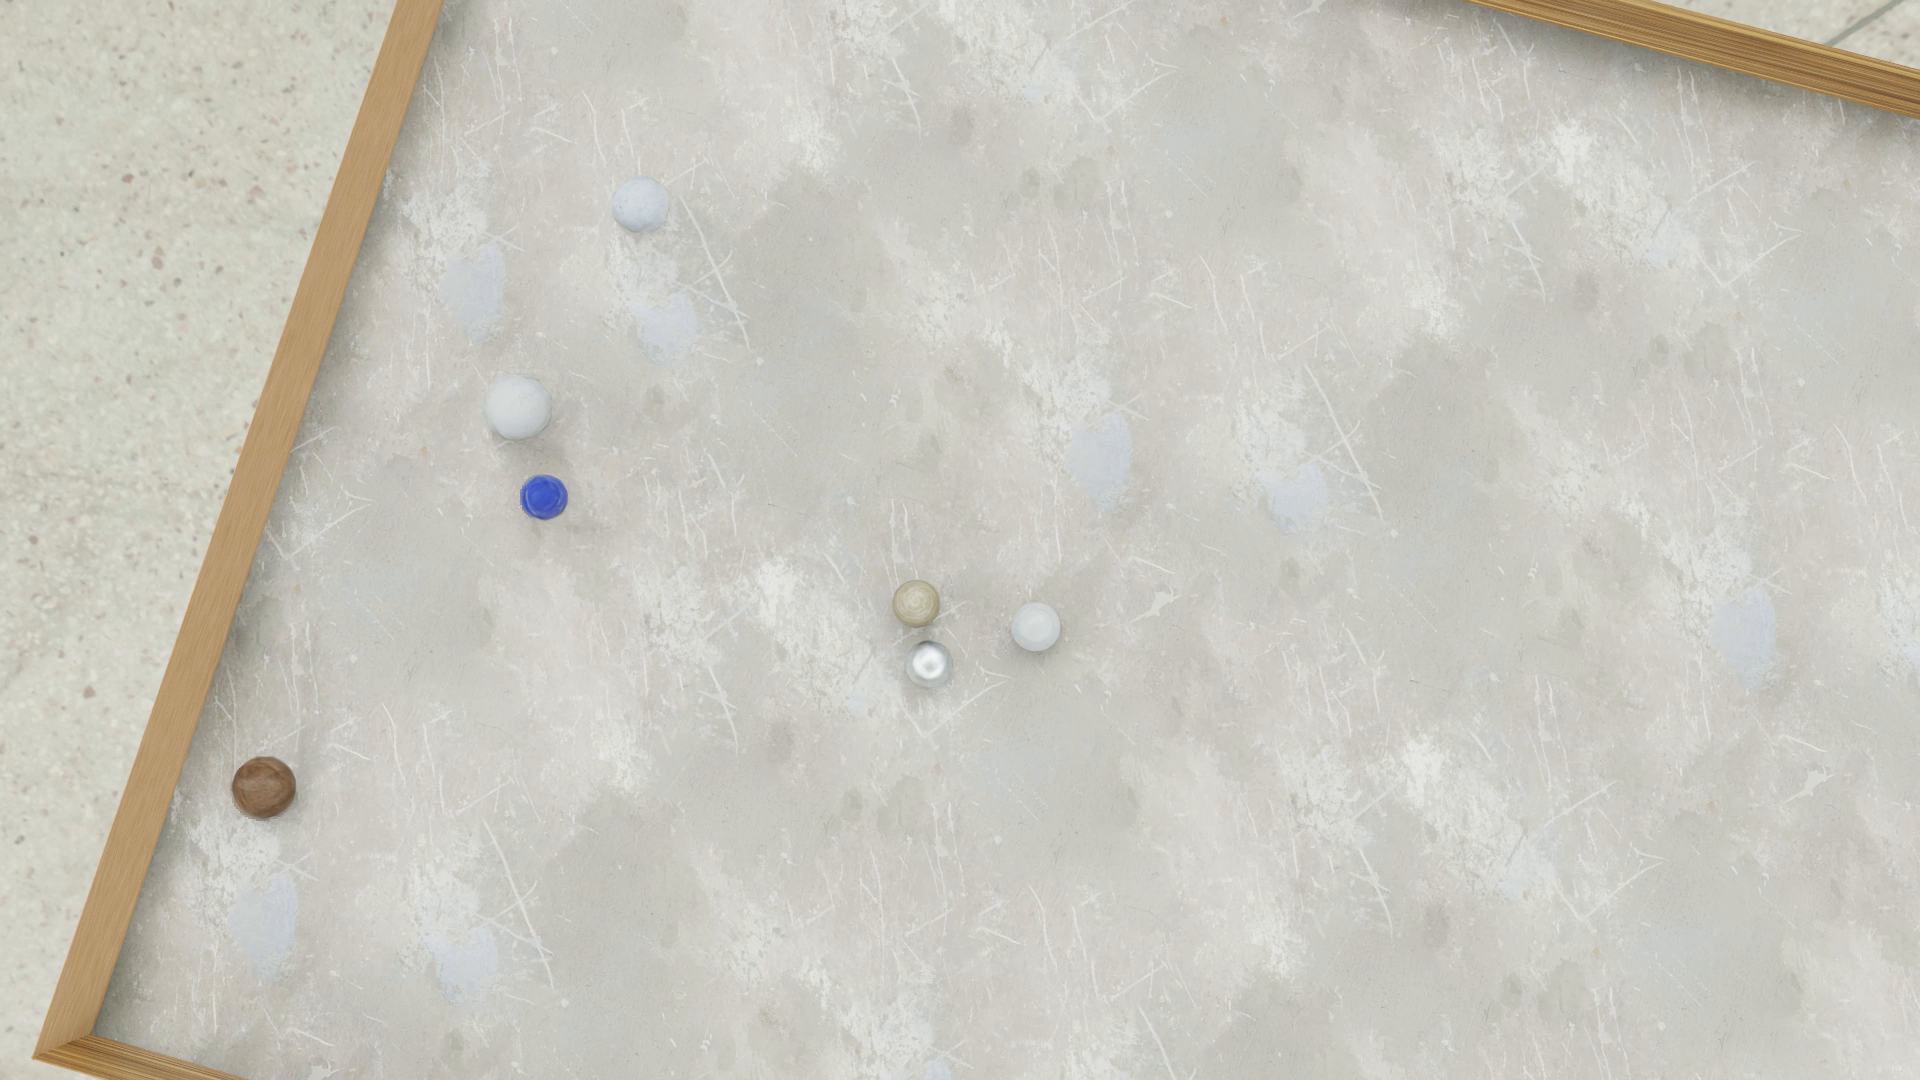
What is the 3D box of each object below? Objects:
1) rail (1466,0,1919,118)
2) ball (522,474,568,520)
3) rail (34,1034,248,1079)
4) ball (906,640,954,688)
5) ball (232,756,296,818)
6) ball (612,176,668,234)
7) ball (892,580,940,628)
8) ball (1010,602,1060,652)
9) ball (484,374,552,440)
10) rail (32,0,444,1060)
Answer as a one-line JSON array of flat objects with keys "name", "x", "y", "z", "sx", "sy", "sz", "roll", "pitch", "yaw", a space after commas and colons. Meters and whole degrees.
[{"name": "rail", "x": 1.287, "y": -0.720, "z": 3.387, "sx": 4.177, "sy": 0.128, "sz": 0.045, "roll": 15, "pitch": 80, "yaw": 3}, {"name": "ball", "x": -0.622, "y": -0.064, "z": 3.299, "sx": 0.068, "sy": 0.068, "sz": 0.068, "roll": 0, "pitch": 80, "yaw": 0}, {"name": "rail", "x": 0.725, "y": 1.263, "z": 3.027, "sx": 4.177, "sy": 0.128, "sz": 0.045, "roll": 15, "pitch": 80, "yaw": 3}, {"name": "ball", "x": -0.046, "y": 0.184, "z": 3.253, "sx": 0.071, "sy": 0.071, "sz": 0.071, "roll": 0, "pitch": 80, "yaw": 0}, {"name": "ball", "x": -1.016, "y": 0.361, "z": 3.211, "sx": 0.090, "sy": 0.090, "sz": 0.090, "roll": 0, "pitch": 80, "yaw": 0}, {"name": "ball", "x": -0.489, "y": -0.514, "z": 3.372, "sx": 0.086, "sy": 0.086, "sz": 0.086, "roll": 0, "pitch": 80, "yaw": 0}, {"name": "ball", "x": -0.065, "y": 0.095, "z": 3.268, "sx": 0.072, "sy": 0.072, "sz": 0.072, "roll": 0, "pitch": 80, "yaw": 0}, {"name": "ball", "x": 0.112, "y": 0.129, "z": 3.261, "sx": 0.074, "sy": 0.074, "sz": 0.074, "roll": 0, "pitch": 80, "yaw": 0}, {"name": "ball", "x": -0.665, "y": -0.200, "z": 3.308, "sx": 0.099, "sy": 0.099, "sz": 0.099, "roll": 0, "pitch": 80, "yaw": 0}, {"name": "rail", "x": -0.983, "y": -0.274, "z": 3.306, "sx": 0.045, "sy": 0.128, "sz": 2.140, "roll": 15, "pitch": 80, "yaw": 3}]
